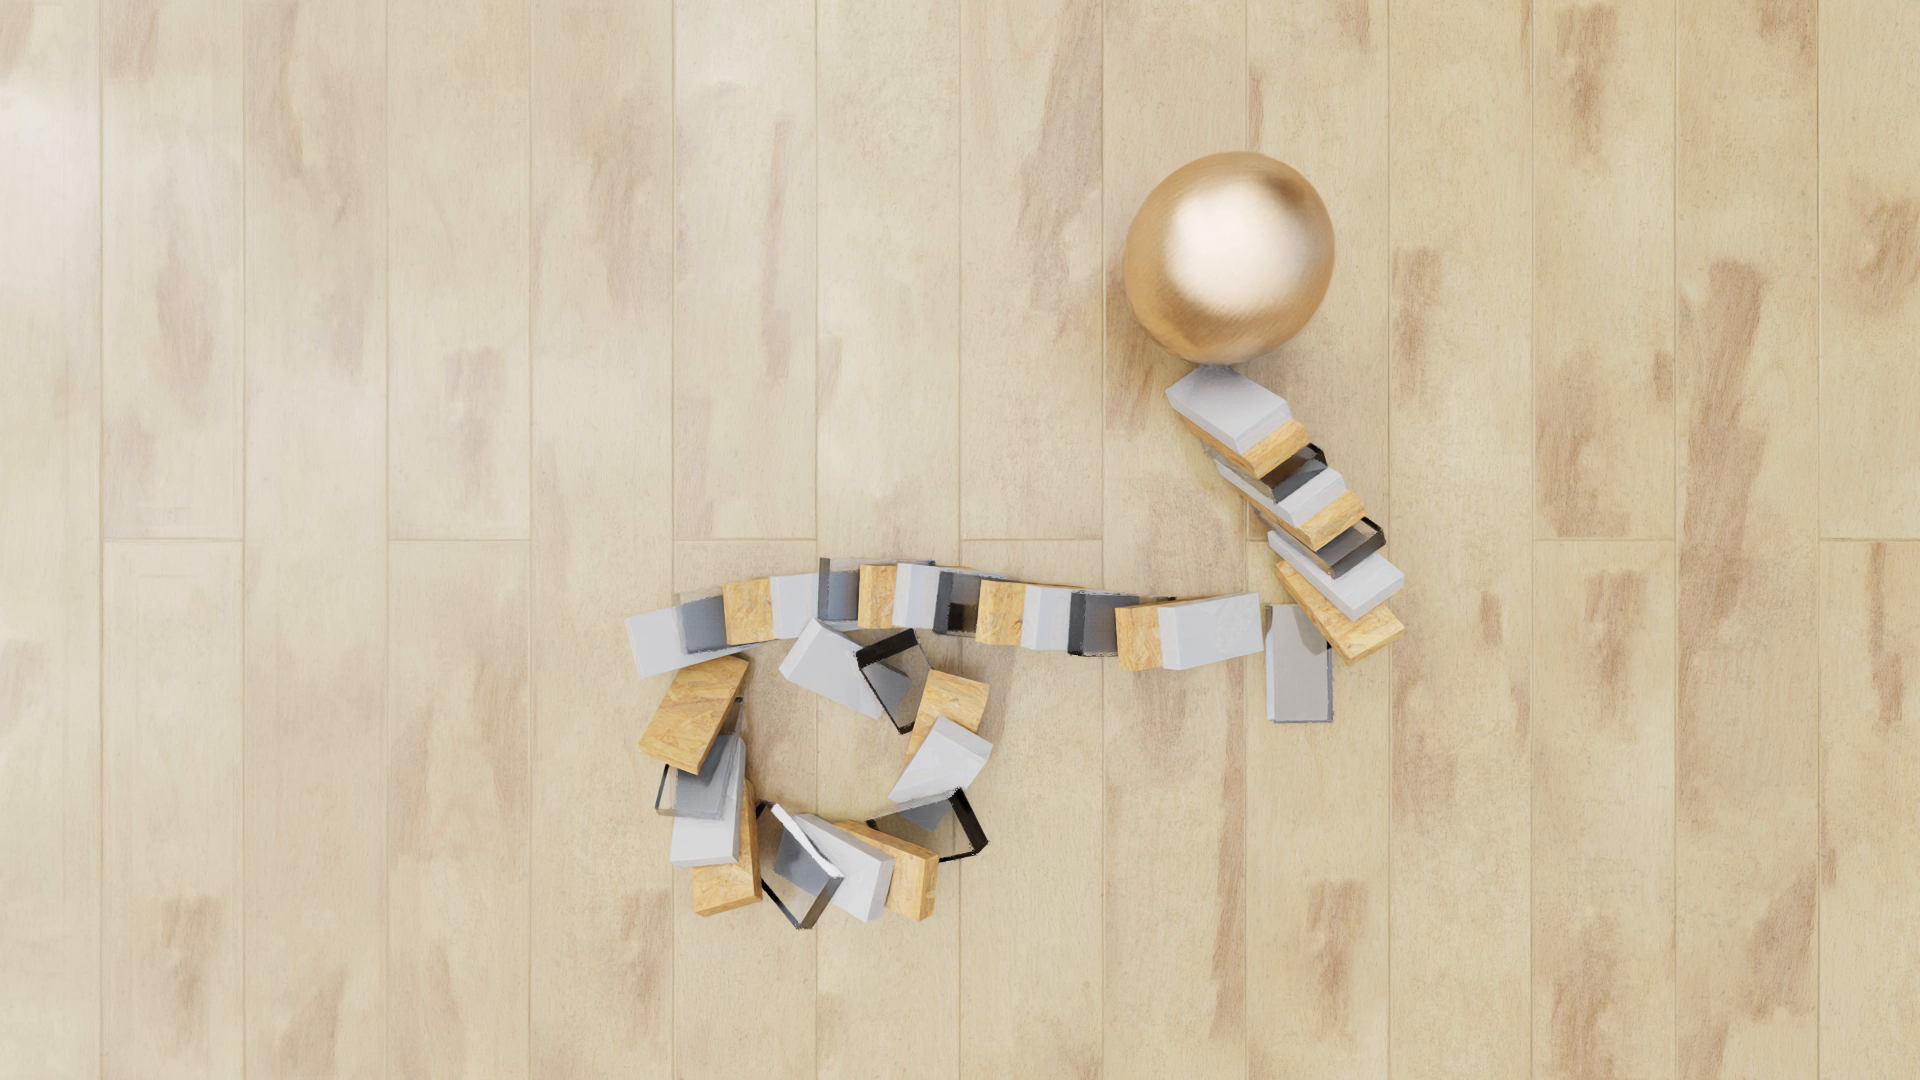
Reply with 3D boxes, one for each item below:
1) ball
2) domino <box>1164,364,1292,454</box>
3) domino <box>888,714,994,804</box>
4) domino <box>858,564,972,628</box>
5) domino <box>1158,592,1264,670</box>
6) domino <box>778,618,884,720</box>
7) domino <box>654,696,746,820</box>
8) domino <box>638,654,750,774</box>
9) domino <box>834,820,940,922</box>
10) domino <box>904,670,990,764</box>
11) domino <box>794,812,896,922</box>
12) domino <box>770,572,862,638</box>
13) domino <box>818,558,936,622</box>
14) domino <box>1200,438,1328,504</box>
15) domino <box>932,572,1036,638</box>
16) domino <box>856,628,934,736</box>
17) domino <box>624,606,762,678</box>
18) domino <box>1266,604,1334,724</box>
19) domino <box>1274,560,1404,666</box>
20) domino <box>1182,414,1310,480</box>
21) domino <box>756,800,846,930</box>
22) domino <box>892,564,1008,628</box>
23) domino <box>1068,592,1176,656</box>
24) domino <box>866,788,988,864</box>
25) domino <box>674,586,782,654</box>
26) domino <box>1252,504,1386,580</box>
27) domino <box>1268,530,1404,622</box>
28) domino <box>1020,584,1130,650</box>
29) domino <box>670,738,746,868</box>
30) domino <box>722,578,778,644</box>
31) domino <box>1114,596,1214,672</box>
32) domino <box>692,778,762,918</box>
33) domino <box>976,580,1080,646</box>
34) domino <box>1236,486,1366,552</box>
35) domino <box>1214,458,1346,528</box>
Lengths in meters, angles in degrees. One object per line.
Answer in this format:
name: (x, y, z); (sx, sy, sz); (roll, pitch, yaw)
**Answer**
ball: (0.104, -0.109, 0.360); (0.080, 0.080, 0.080); (0, 90, 0)
domino: (0.109, -0.056, 0.377); (0.025, 0.050, 0.010); (-36, 128, 0)
domino: (-0.009, 0.097, 0.381); (0.025, 0.009, 0.050); (30, 126, 0)
domino: (-0.018, 0.023, 0.381); (0.050, 0.009, 0.025); (2, 90, -37)
domino: (0.105, 0.037, 0.383); (0.050, 0.009, 0.025); (-6, 91, -32)
domino: (-0.047, 0.054, 0.381); (0.050, 0.010, 0.025); (34, 90, -37)
domino: (-0.108, 0.090, 0.382); (0.025, 0.009, 0.050); (5, 55, 0)
domino: (-0.110, 0.069, 0.381); (0.025, 0.010, 0.050); (20, 52, 0)
domino: (-0.032, 0.137, 0.381); (0.050, 0.009, 0.025); (7, 92, 36)
domino: (-0.006, 0.077, 0.381); (0.025, 0.009, 0.050); (15, 127, 0)
domino: (-0.051, 0.135, 0.382); (0.050, 0.010, 0.025); (14, 90, 35)
domino: (-0.053, 0.026, 0.383); (0.050, 0.010, 0.025); (-4, 90, -31)
domino: (-0.034, 0.020, 0.382); (0.050, 0.009, 0.025); (2, 90, -35)
domino: (0.124, -0.037, 0.377); (0.025, 0.050, 0.009); (-36, 128, 0)
domino: (0.013, 0.028, 0.381); (0.050, 0.009, 0.025); (9, 87, -37)
domino: (-0.022, 0.059, 0.379); (0.025, 0.010, 0.050); (-23, 134, 0)
domino: (-0.111, 0.039, 0.382); (0.050, 0.009, 0.025); (-14, 87, -32)
domino: (0.146, 0.053, 0.395); (0.025, 0.010, 0.050); (-1, 90, 0)
domino: (0.157, 0.025, 0.383); (0.025, 0.009, 0.050); (-29, 58, 0)
domino: (0.116, -0.046, 0.377); (0.025, 0.050, 0.009); (-36, 128, 0)
domino: (-0.072, 0.134, 0.381); (0.050, 0.009, 0.025); (33, 90, 37)
domino: (-0.003, 0.024, 0.380); (0.050, 0.009, 0.025); (8, 87, -37)
domino: (0.068, 0.035, 0.383); (0.050, 0.010, 0.025); (4, 90, -32)
domino: (-0.014, 0.121, 0.381); (0.050, 0.010, 0.025); (-27, 90, 37)
domino: (-0.092, 0.031, 0.383); (0.050, 0.010, 0.025); (-7, 88, -31)
domino: (0.147, -0.007, 0.378); (0.025, 0.050, 0.010); (-36, 131, 0)
domino: (0.155, 0.008, 0.379); (0.025, 0.009, 0.050); (-34, 50, -4)
domino: (0.049, 0.033, 0.382); (0.050, 0.010, 0.025); (6, 90, -34)
domino: (-0.104, 0.109, 0.382); (0.025, 0.010, 0.050); (-5, 55, 1)
domino: (-0.072, 0.028, 0.383); (0.050, 0.009, 0.025); (-5, 89, -31)
domino: (0.088, 0.038, 0.383); (0.050, 0.010, 0.025); (-4, 90, -32)
domino: (-0.098, 0.127, 0.381); (0.025, 0.009, 0.050); (-17, 54, 2)
domino: (0.030, 0.031, 0.381); (0.050, 0.010, 0.025); (6, 90, -37)
domino: (0.139, -0.018, 0.377); (0.025, 0.050, 0.009); (-36, 128, 0)
domino: (0.131, -0.027, 0.377); (0.025, 0.050, 0.010); (-36, 128, -1)
